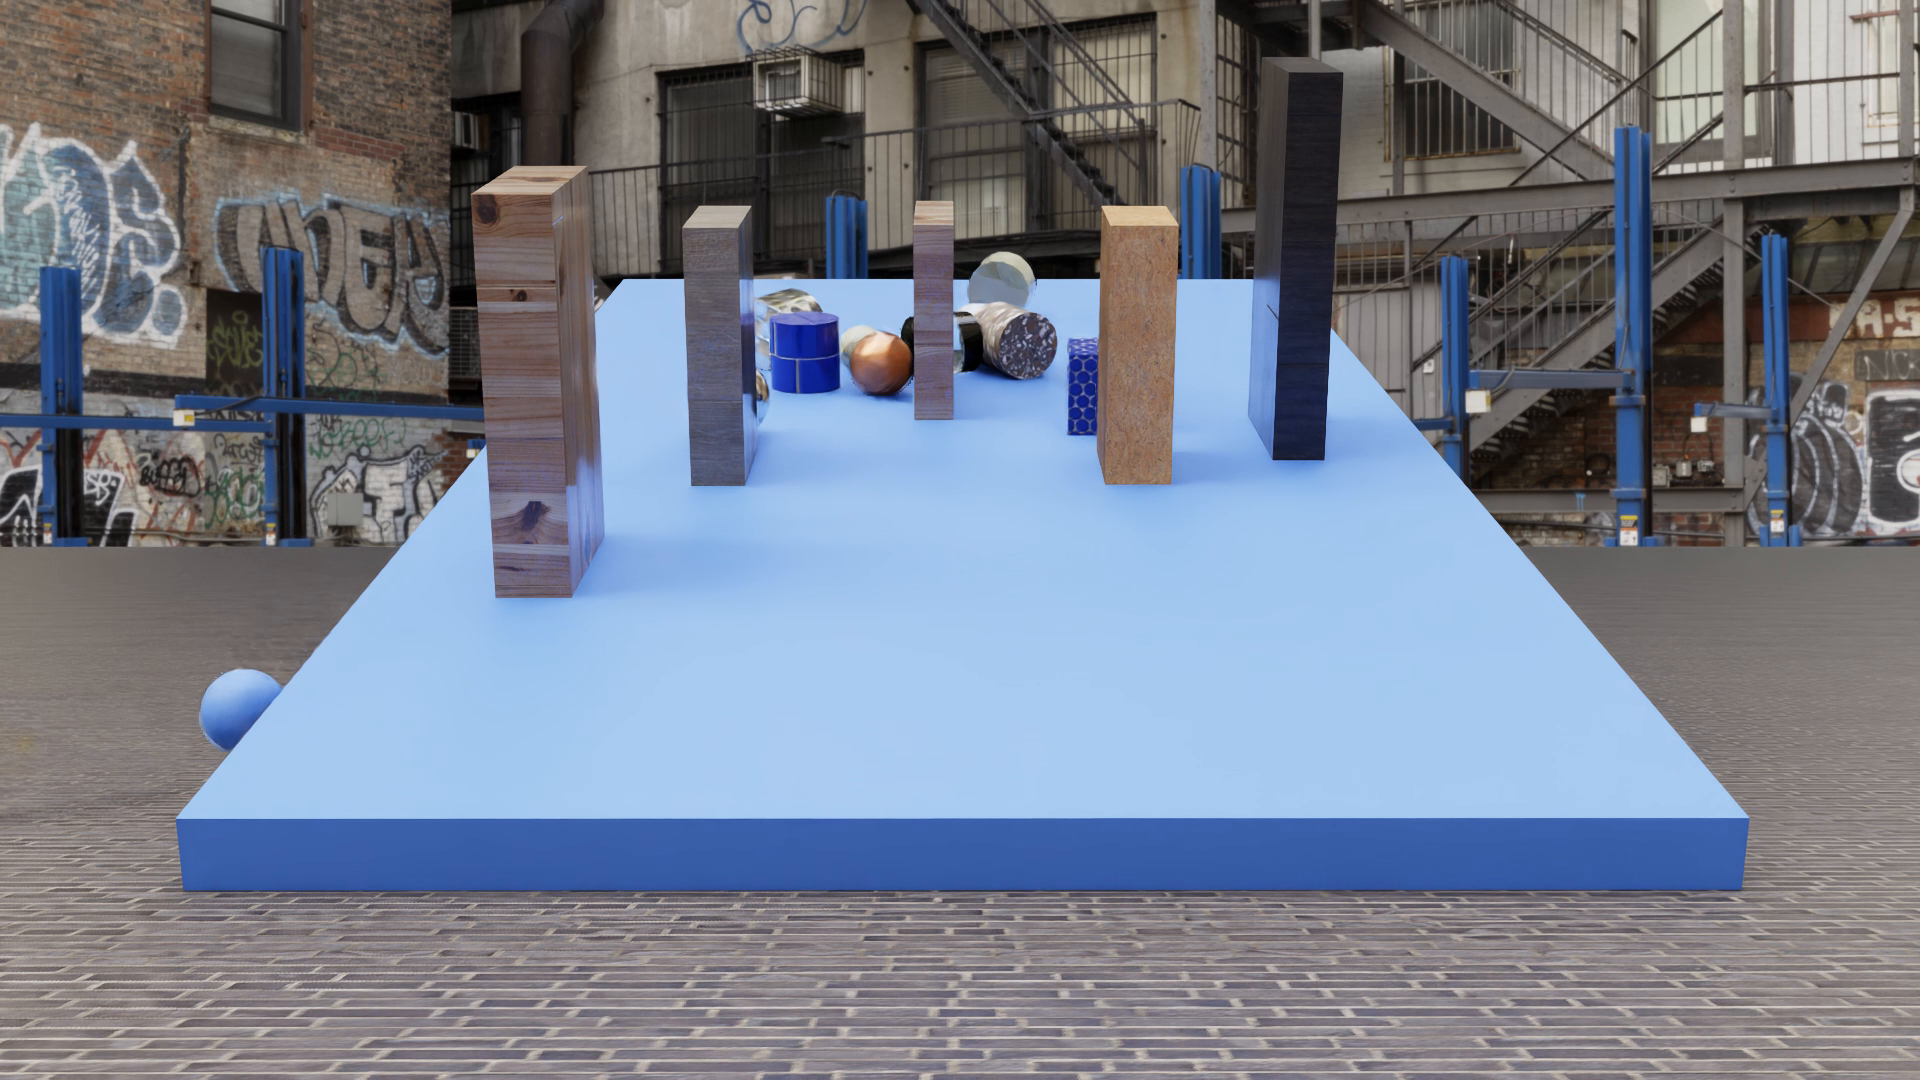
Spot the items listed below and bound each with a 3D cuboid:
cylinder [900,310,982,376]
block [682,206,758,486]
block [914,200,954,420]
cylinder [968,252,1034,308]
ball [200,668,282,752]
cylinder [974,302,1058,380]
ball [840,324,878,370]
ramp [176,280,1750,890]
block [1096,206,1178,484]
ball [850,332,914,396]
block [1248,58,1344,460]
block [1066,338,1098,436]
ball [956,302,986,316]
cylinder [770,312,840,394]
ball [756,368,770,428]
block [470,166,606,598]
[{"bbox_3d":[-0.045,-0.473,5.345,0.147,0.147,0.147,-12,6,-30],"label":"cylinder"},{"bbox_3d":[-0.477,-0.394,4.437,0.107,0.510,0.299,0,17,0],"label":"block"},{"bbox_3d":[-0.058,-0.527,5.027,0.087,0.432,0.380,0,17,0],"label":"block"},{"bbox_3d":[0.112,-0.692,6.051,0.166,0.166,0.166,0,16,8],"label":"cylinder"},{"bbox_3d":[-1.216,0.290,3.764,0.143,0.143,0.143,0,0,0],"label":"ball"},{"bbox_3d":[0.125,-0.483,5.356,0.162,0.162,0.162,0,15,-29],"label":"cylinder"},{"bbox_3d":[-0.238,-0.462,5.359,0.117,0.117,0.117,0,0,0],"label":"ball"},{"bbox_3d":[-0.002,-0.167,4.746,2.000,0.100,4.000,0,17,0],"label":"ramp"},{"bbox_3d":[0.352,-0.394,4.435,0.131,0.513,0.270,0,17,0],"label":"block"},{"bbox_3d":[-0.181,-0.409,5.127,0.148,0.148,0.148,0,0,0],"label":"ball"},{"bbox_3d":[0.697,-0.597,4.642,0.107,0.785,0.396,0,17,0],"label":"block"},{"bbox_3d":[0.324,-0.334,4.821,0.178,0.178,0.178,1,17,2],"label":"block"},{"bbox_3d":[0.041,-0.513,5.482,0.146,0.146,0.146,0,0,0],"label":"ball"},{"bbox_3d":[-0.364,-0.440,5.206,0.163,0.163,0.163,0,17,0],"label":"cylinder"},{"bbox_3d":[-0.491,-0.301,4.712,0.176,0.176,0.176,0,0,0],"label":"ball"},{"bbox_3d":[-0.709,-0.277,3.763,0.126,0.668,0.370,0,17,0],"label":"block"}]
